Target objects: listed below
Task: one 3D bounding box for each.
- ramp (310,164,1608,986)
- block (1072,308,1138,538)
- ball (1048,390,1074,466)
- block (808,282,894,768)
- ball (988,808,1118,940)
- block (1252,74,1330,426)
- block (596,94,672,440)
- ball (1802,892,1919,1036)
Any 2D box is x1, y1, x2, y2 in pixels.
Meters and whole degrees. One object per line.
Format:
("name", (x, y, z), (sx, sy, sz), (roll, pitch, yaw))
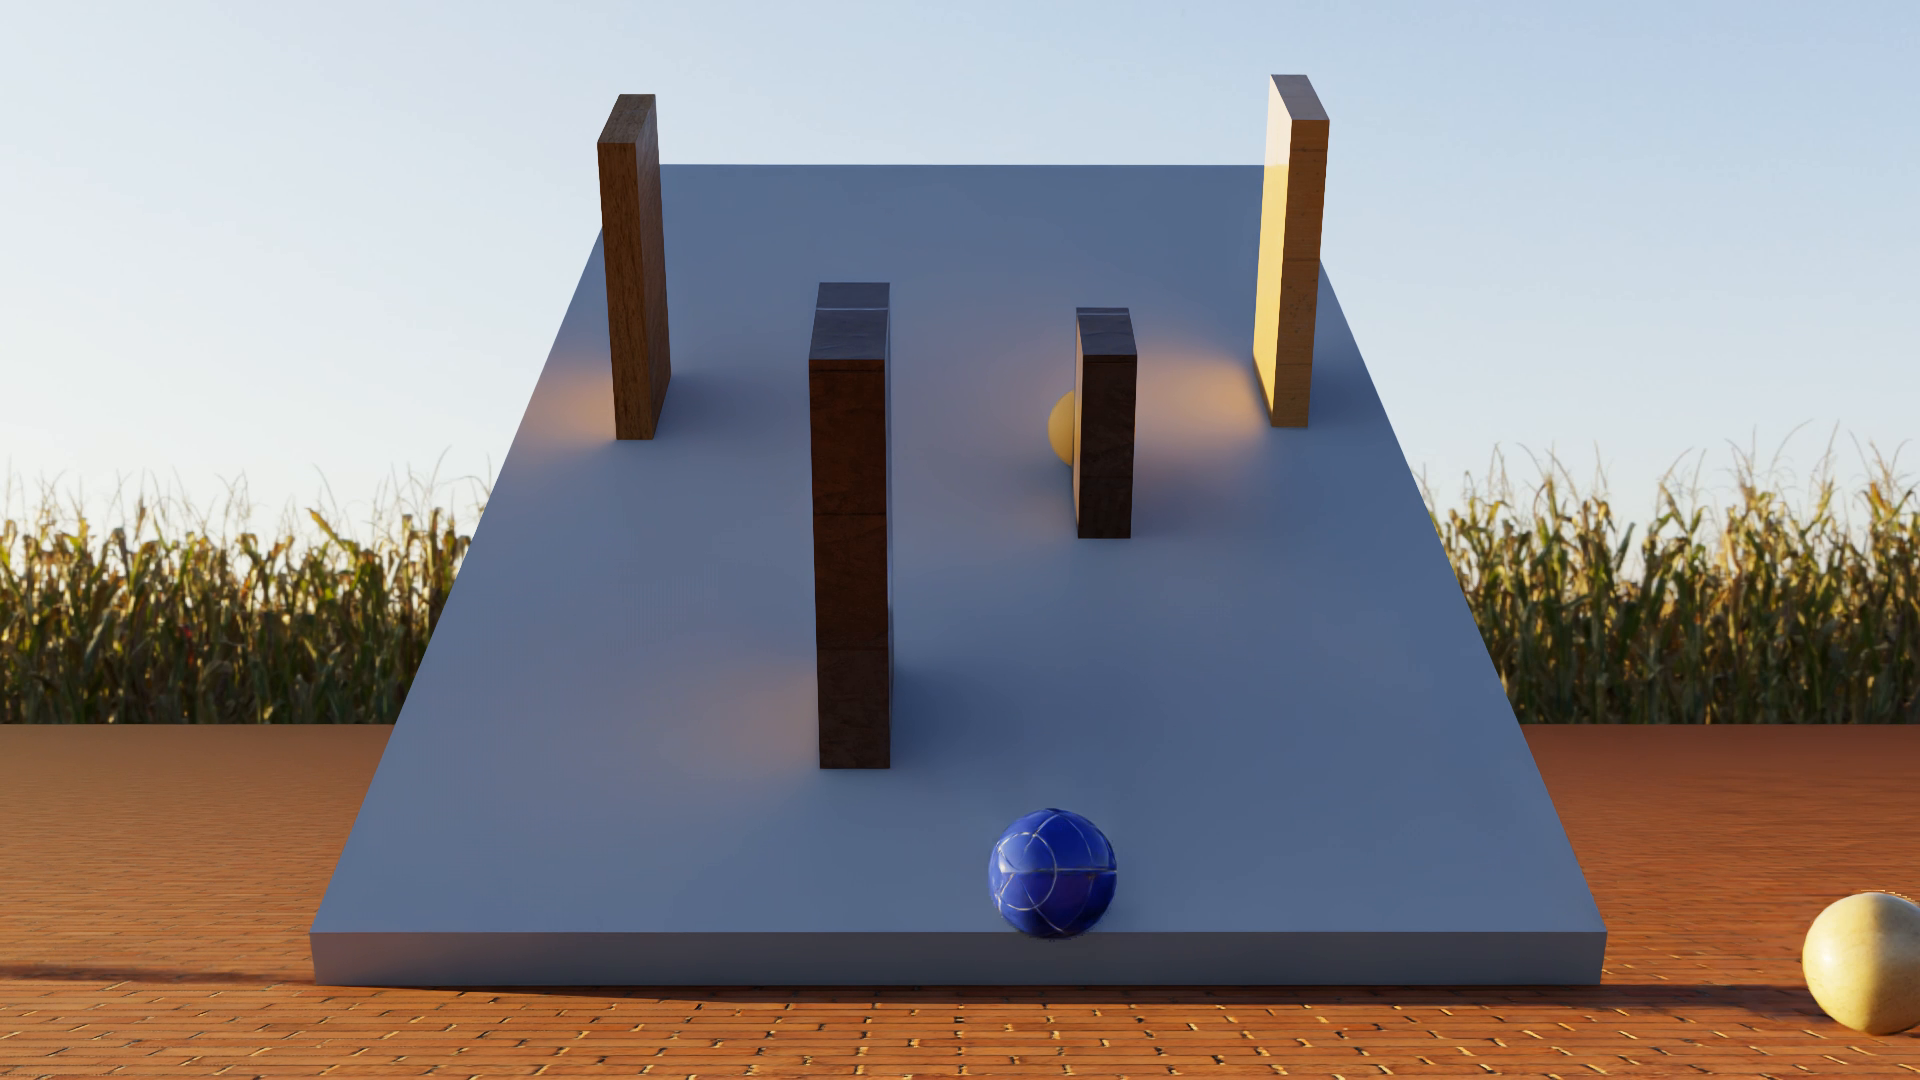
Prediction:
("ramp", (-0.010, -0.229, 5.448), (2.000, 0.100, 4.000), (0, 26, 0))
("block", (0.298, -0.245, 4.905), (0.109, 0.408, 0.268), (0, 26, 0))
("ball", (0.283, -0.244, 5.157), (0.185, 0.185, 0.185), (0, -4, 0))
("block", (-0.181, -0.024, 4.052), (0.120, 0.756, 0.357), (0, 26, 0))
("ball", (0.142, 0.510, 3.597), (0.198, 0.198, 0.198), (0, -4, 0))
("block", (0.755, -0.665, 5.411), (0.083, 0.721, 0.376), (0, 26, 0))
("block", (-0.735, -0.622, 5.349), (0.082, 0.690, 0.388), (0, 26, 0))
("ball", (1.209, 0.558, 3.107), (0.185, 0.185, 0.185), (0, -4, 0))
